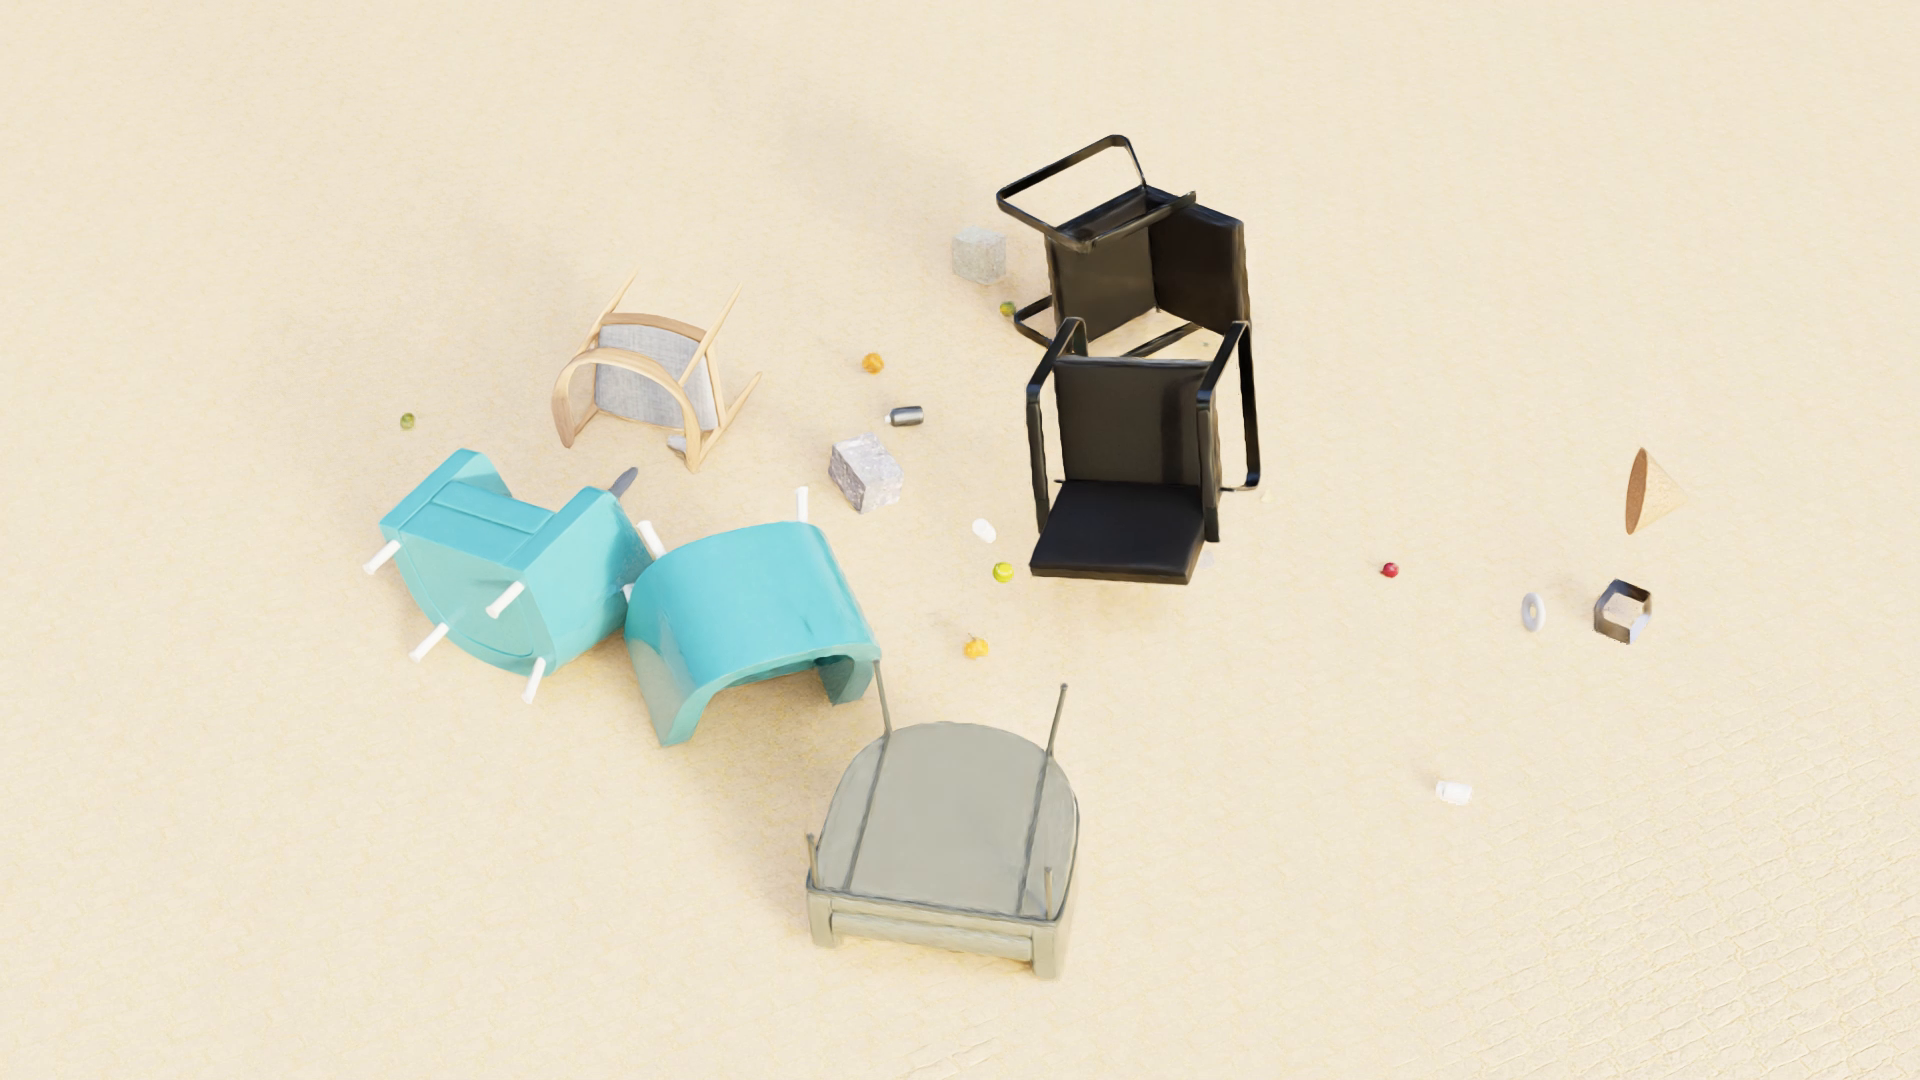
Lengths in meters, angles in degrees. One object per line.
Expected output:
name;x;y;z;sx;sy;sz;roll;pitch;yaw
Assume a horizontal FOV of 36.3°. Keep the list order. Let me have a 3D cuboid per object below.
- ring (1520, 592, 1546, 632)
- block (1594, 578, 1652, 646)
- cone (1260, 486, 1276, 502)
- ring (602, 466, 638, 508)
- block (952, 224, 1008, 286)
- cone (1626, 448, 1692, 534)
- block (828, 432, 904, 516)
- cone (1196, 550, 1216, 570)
ring;2.040;0.259;10.440;0.028;0.120;0.149;3;67;-28
block;2.350;0.255;10.396;0.144;0.137;0.151;24;58;31
cone;1.174;-0.180;11.161;0.074;0.060;0.042;-11;34;-19
ring;-1.296;-0.202;11.173;0.108;0.039;0.264;-31;17;38
block;0.086;-1.228;12.641;0.180;0.181;0.146;22;39;31
cone;2.470;-0.158;10.290;0.196;0.308;0.325;8;32;1
block;-0.356;-0.255;11.127;0.173;0.161;0.239;-20;56;-28
cone;0.892;0.072;10.808;0.080;0.067;0.063;-9;6;-20
